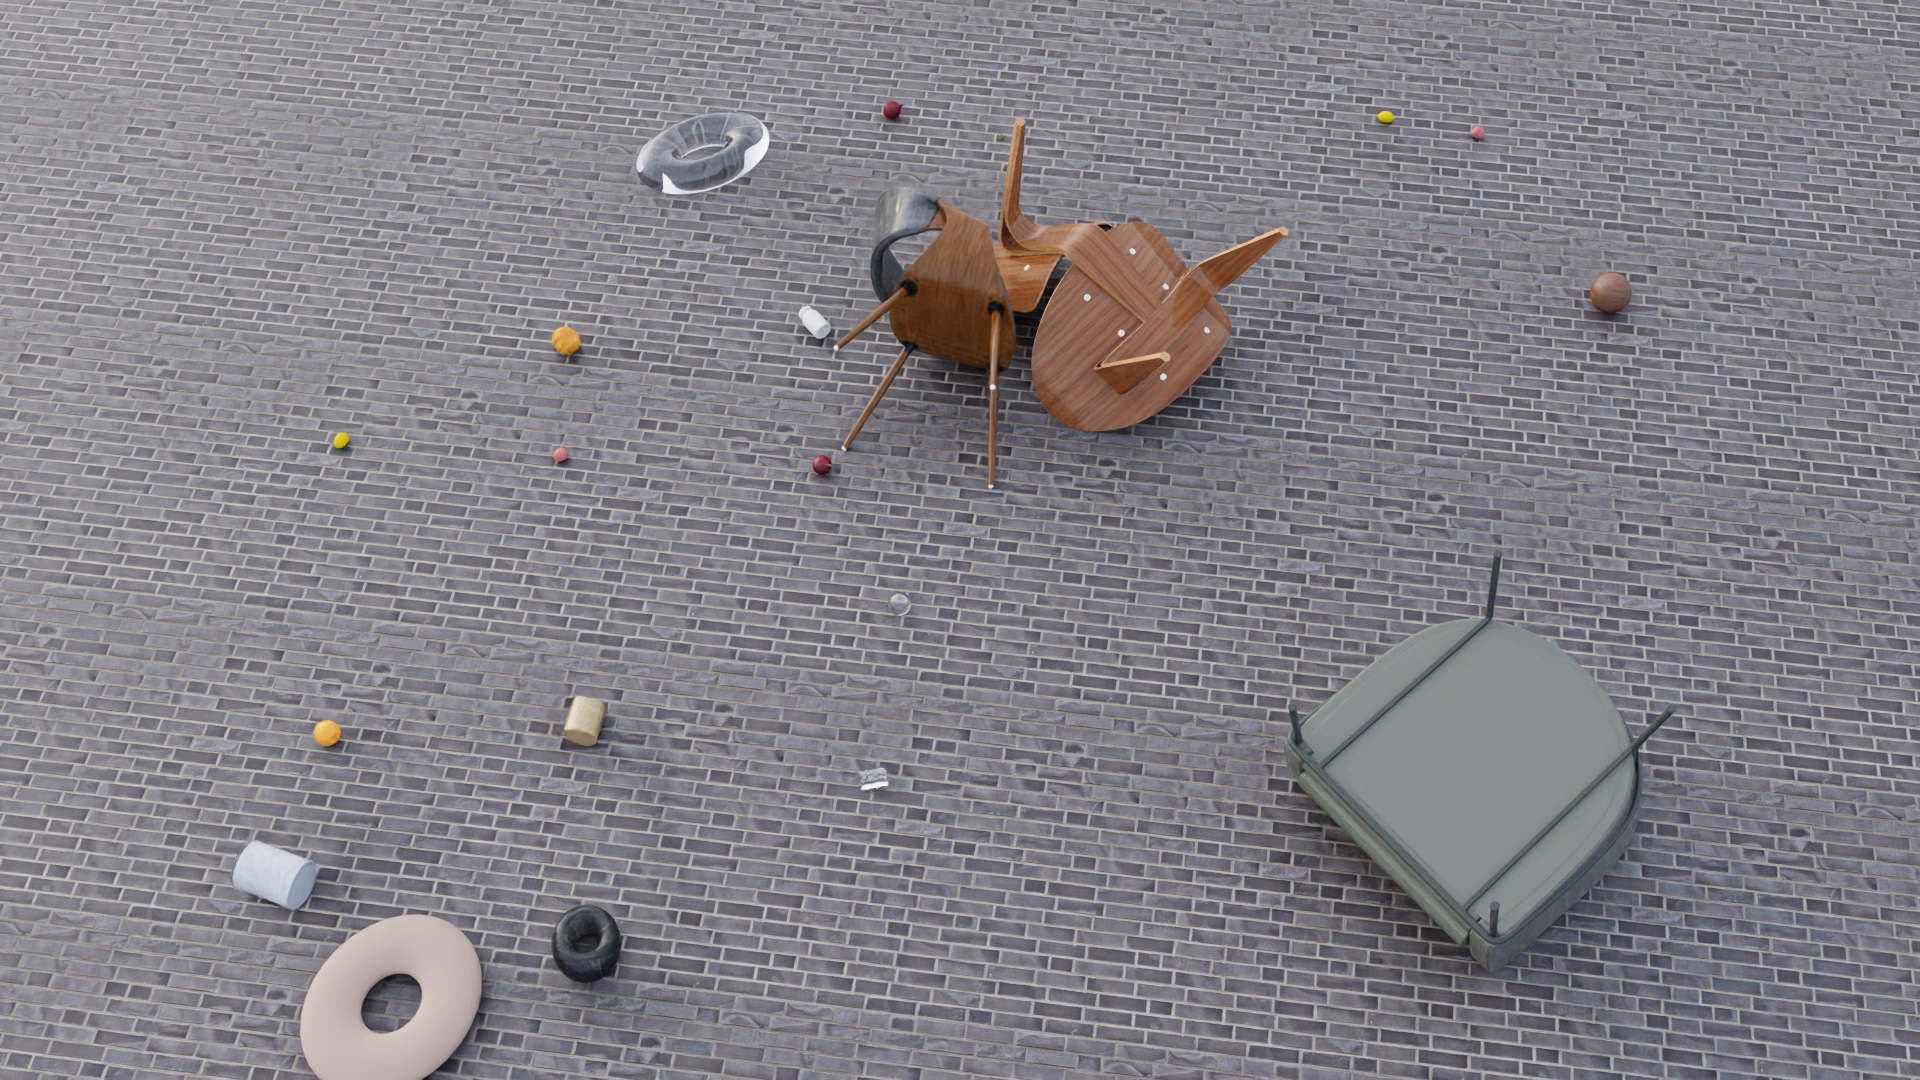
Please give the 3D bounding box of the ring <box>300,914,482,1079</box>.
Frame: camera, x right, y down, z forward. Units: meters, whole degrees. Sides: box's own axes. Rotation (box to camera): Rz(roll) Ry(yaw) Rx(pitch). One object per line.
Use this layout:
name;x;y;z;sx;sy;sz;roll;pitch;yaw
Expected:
ring;-1.479;1.206;5.723;0.441;0.071;0.514;25;60;15

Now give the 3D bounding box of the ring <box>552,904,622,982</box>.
ring;-0.985;1.064;5.797;0.183;0.105;0.212;-4;51;-7

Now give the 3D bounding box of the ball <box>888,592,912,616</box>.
ball;-0.177;0.185;6.408;0.069;0.069;0.069;0;56;0

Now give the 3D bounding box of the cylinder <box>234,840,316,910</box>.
cylinder;-1.834;0.897;5.890;0.166;0.136;0.136;18;103;12

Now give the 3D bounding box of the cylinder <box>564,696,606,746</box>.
cylinder;-1.055;0.508;6.182;0.096;0.083;0.107;19;56;-11

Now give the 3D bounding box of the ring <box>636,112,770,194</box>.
ring;-0.862;-1.300;7.374;0.468;0.121;0.294;-22;57;-13
